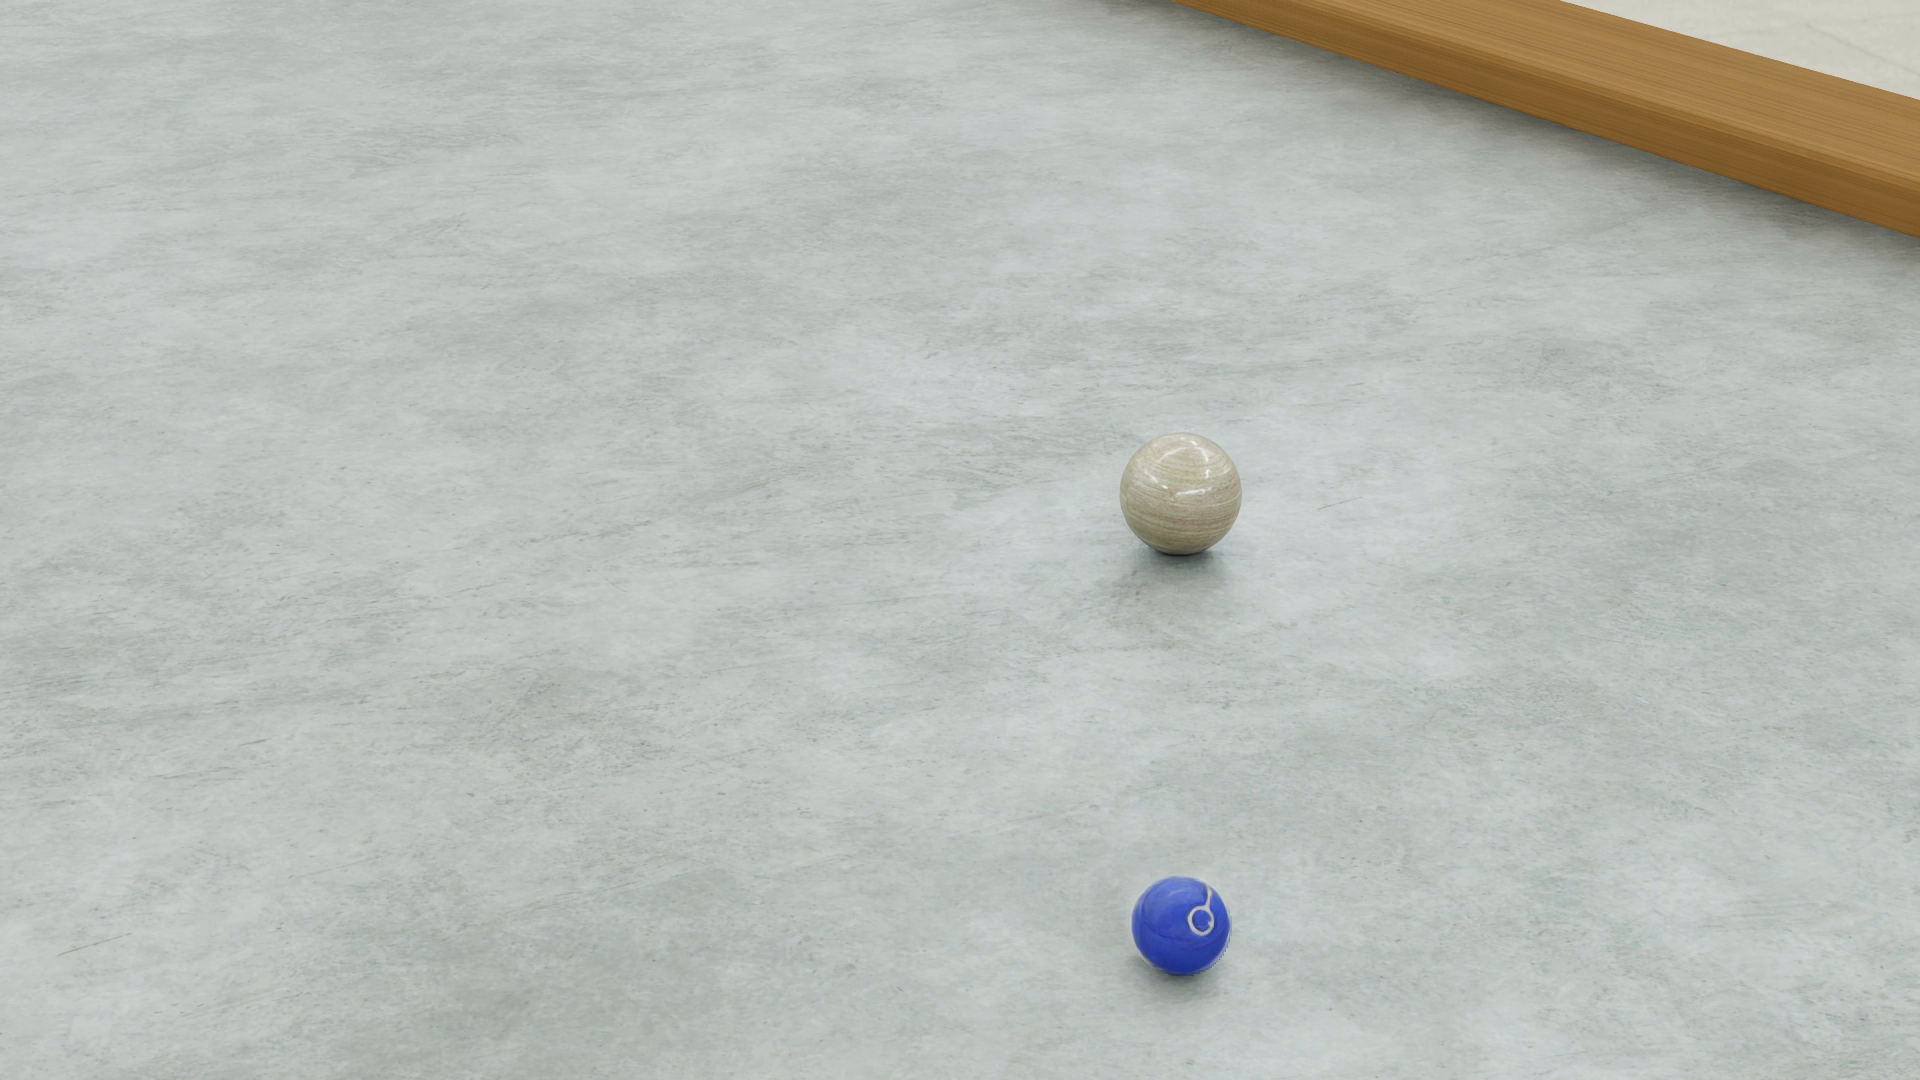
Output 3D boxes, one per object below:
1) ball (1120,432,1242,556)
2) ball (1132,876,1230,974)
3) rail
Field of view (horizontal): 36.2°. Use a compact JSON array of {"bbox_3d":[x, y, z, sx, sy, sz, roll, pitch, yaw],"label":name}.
[{"bbox_3d":[0.162,-0.034,2.161,0.090,0.090,0.090,0,25,0],"label":"ball"},{"bbox_3d":[0.125,0.219,1.671,0.056,0.056,0.056,0,25,0],"label":"ball"},{"bbox_3d":[0.286,-0.681,3.473,0.045,0.129,4.134,-18,31,-33],"label":"rail"}]
